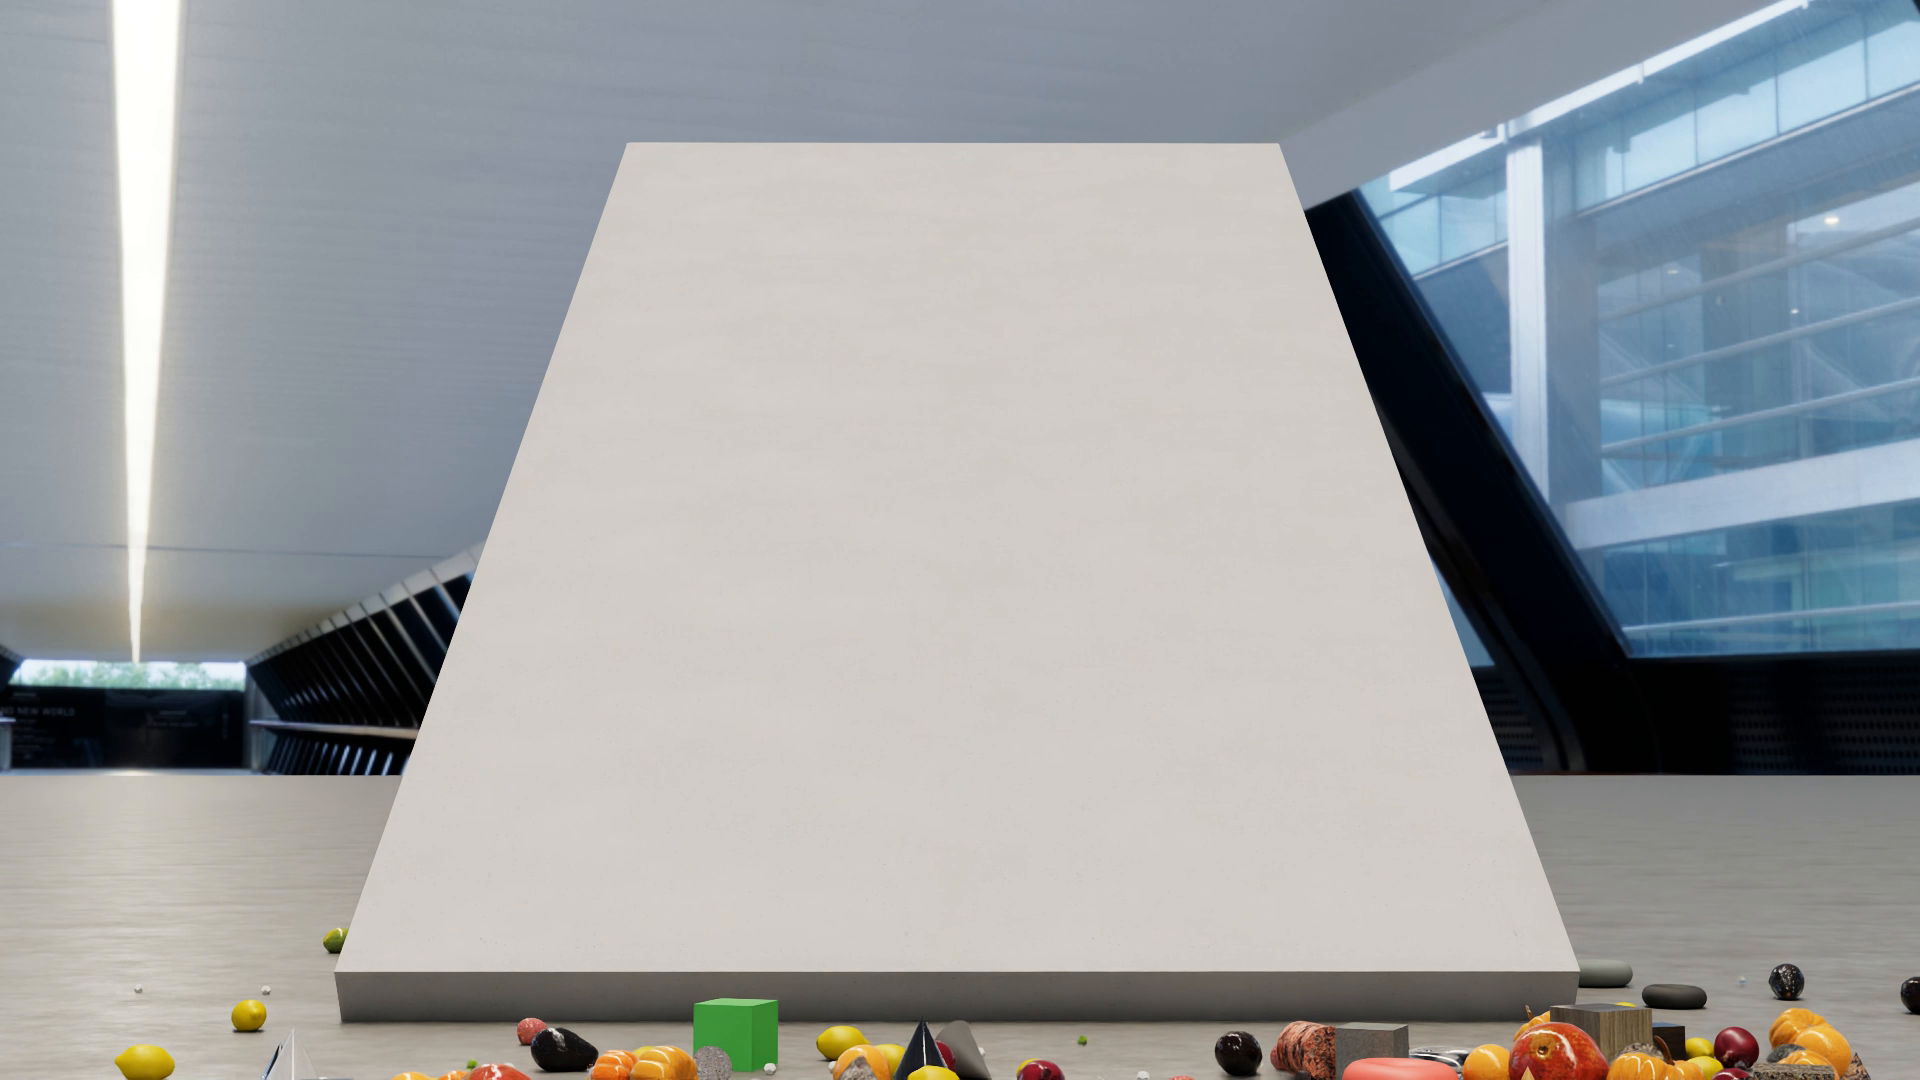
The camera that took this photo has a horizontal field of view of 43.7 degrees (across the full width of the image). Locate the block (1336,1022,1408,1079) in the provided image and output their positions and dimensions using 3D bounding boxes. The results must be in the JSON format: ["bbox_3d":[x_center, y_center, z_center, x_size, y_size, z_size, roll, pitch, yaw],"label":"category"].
[{"bbox_3d":[0.531,0.665,3.084,0.076,0.076,0.076,-3,-6,25],"label":"block"}]

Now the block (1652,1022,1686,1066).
[{"bbox_3d":[0.965,0.698,3.312,0.054,0.054,0.054,2,-6,-16],"label":"block"}]

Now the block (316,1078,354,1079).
[{"bbox_3d":[-0.711,0.634,2.667,0.058,0.058,0.058,0,-5,-5],"label":"block"}]

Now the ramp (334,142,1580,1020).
[{"bbox_3d":[-0.012,-0.220,5.622,2.000,0.100,4.000,0,29,0],"label":"ramp"}]

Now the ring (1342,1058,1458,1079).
[{"bbox_3d":[0.542,0.666,2.944,0.143,0.048,0.143,1,-6,0],"label":"ring"}]

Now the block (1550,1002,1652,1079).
[{"bbox_3d":[0.847,0.664,3.161,0.092,0.092,0.092,3,-6,-29],"label":"block"}]

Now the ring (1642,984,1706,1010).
[{"bbox_3d":[1.225,0.783,4.107,0.108,0.036,0.108,1,-5,0],"label":"ring"}]

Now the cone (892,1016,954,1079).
[{"bbox_3d":[-0.047,0.648,3.018,0.097,0.097,0.097,0,-5,0],"label":"cone"}]

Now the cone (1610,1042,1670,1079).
[{"bbox_3d":[0.859,0.677,2.991,0.074,0.074,0.074,-3,-33,33],"label":"cone"}]

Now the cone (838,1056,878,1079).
[{"bbox_3d":[-0.101,0.659,2.810,0.079,0.079,0.079,26,4,21],"label":"cone"}]

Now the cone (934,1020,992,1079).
[{"bbox_3d":[0.013,0.691,3.155,0.083,0.083,0.083,29,12,35],"label":"cone"}]

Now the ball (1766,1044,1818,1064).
[{"bbox_3d":[1.044,0.664,3.003,0.063,0.063,0.063,0,-5,0],"label":"ball"}]

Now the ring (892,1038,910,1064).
[{"bbox_3d":[-0.038,0.704,3.286,0.109,0.036,0.109,-1,-7,0],"label":"ring"}]

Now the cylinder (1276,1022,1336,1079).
[{"bbox_3d":[0.467,0.674,3.155,0.072,0.072,0.072,2,-6,-22],"label":"cylinder"}]

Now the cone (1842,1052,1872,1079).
[{"bbox_3d":[1.109,0.662,2.959,0.058,0.058,0.058,0,-5,0],"label":"cone"}]

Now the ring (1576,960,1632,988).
[{"bbox_3d":[1.197,0.817,4.516,0.139,0.046,0.139,0,-7,0],"label":"ring"}]

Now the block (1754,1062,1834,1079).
[{"bbox_3d":[0.906,0.615,2.598,0.082,0.082,0.082,-2,-6,18],"label":"block"}]

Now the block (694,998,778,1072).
[{"bbox_3d":[-0.308,0.679,3.289,0.087,0.087,0.087,-2,-6,19],"label":"block"}]

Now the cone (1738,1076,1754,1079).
[{"bbox_3d":[0.884,0.650,2.696,0.070,0.070,0.070,1,-32,-5],"label":"cone"}]

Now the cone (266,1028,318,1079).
[{"bbox_3d":[-0.839,0.655,3.011,0.082,0.082,0.082,0,-5,0],"label":"cone"}]

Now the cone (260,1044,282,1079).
[{"bbox_3d":[-0.889,0.682,3.129,0.050,0.050,0.050,0,-5,0],"label":"cone"}]

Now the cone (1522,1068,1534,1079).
[{"bbox_3d":[0.591,0.597,2.488,0.098,0.098,0.098,0,-5,0],"label":"cone"}]

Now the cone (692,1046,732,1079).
[{"bbox_3d":[-0.331,0.694,3.114,0.055,0.055,0.055,3,-33,-25],"label":"cone"}]

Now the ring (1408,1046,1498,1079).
[{"bbox_3d":[0.637,0.686,3.122,0.126,0.042,0.126,1,-6,0],"label":"ring"}]
